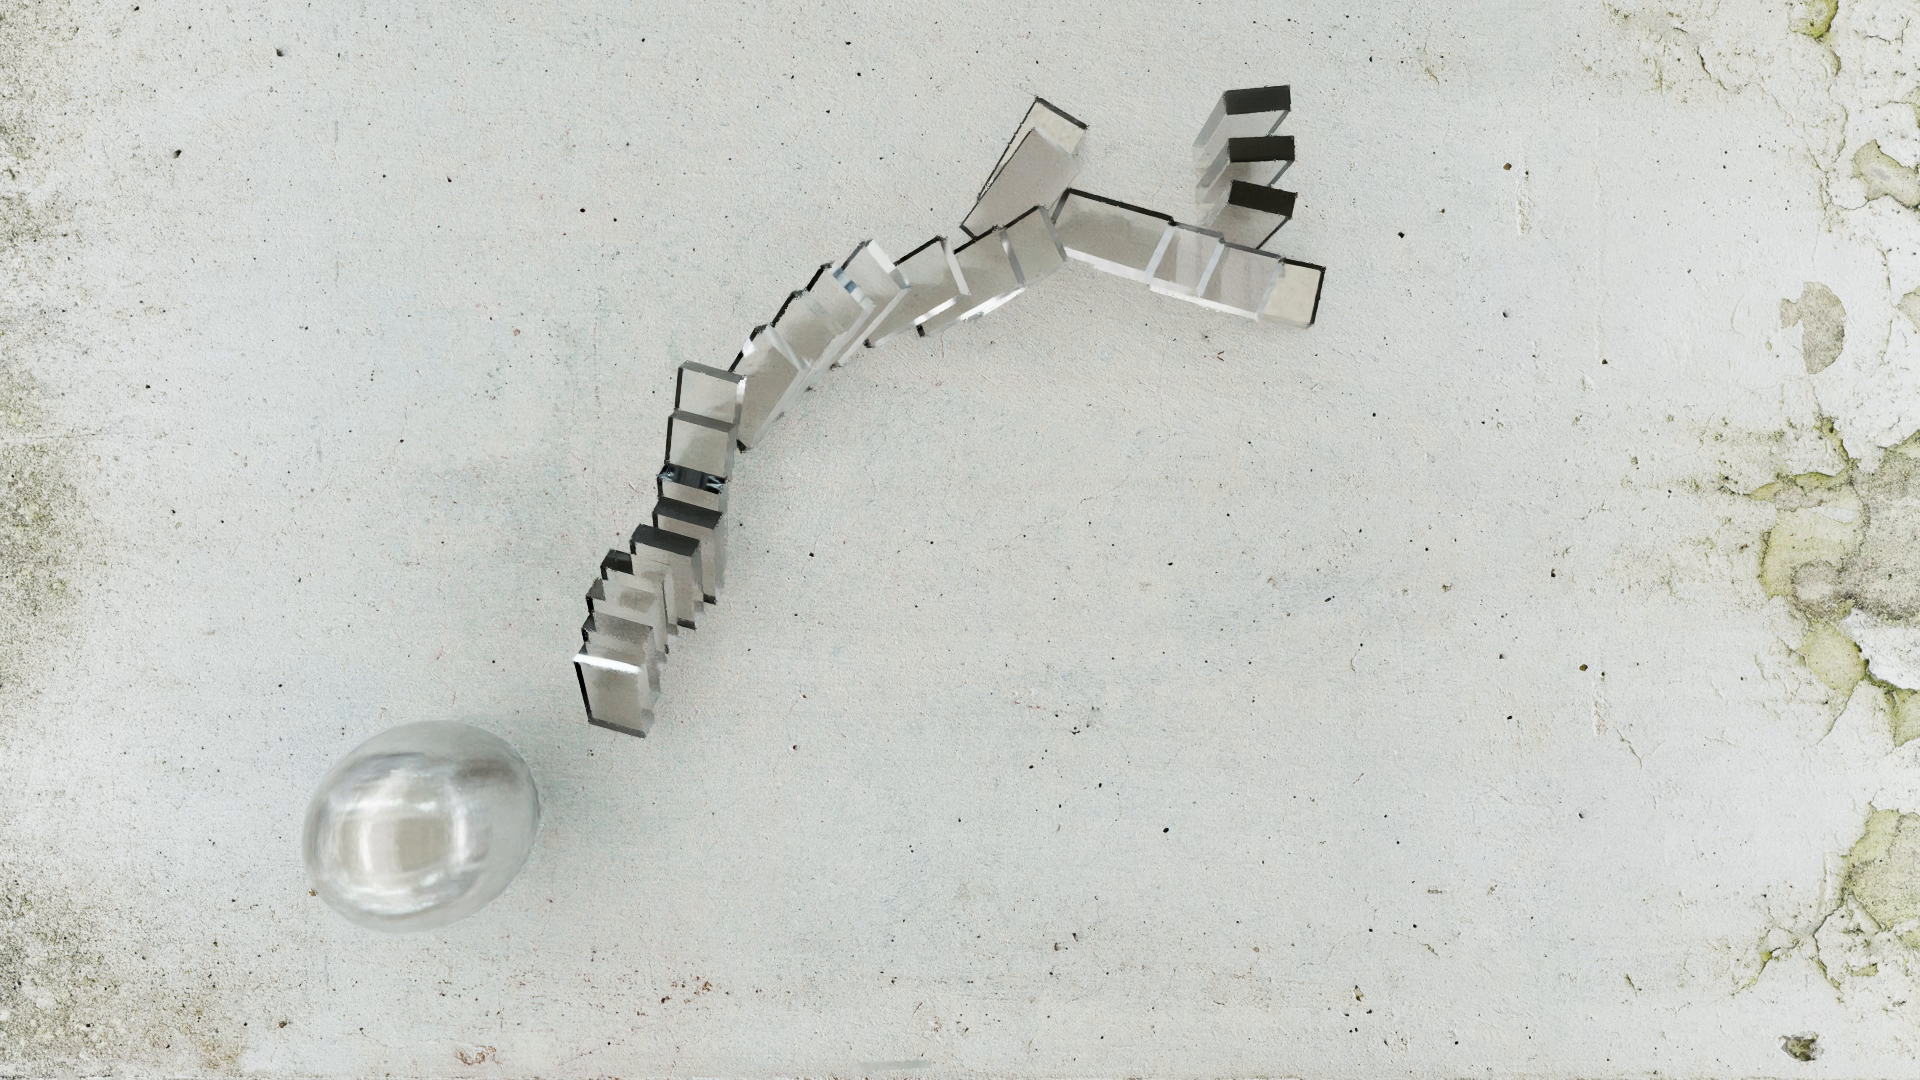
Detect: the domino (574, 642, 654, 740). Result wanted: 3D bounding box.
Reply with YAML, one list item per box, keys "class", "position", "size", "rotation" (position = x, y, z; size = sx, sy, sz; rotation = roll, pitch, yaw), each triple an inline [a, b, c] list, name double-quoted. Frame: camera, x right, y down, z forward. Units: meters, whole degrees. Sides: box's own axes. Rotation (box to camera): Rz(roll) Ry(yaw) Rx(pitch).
- class: "domino"
  position: [-0.142, 0.063, 0.378]
  size: [0.025, 0.050, 0.009]
  rotation: [16, 48, 0]

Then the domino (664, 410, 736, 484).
- class: "domino"
  position: [-0.110, -0.027, 0.384]
  size: [0.025, 0.010, 0.050]
  rotation: [15, 119, 0]

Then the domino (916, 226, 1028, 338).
- class: "domino"
  position: [0.001, -0.107, 0.383]
  size: [0.050, 0.010, 0.025]
  rotation: [-22, 91, 29]

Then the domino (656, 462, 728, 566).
- class: "domino"
  position: [-0.110, -0.008, 0.379]
  size: [0.025, 0.050, 0.009]
  rotation: [15, 47, 0]

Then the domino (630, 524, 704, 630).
- class: "domino"
  position: [-0.120, 0.016, 0.378]
  size: [0.025, 0.050, 0.010]
  rotation: [16, 48, 0]

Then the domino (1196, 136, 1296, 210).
- class: "domino"
  position: [0.115, -0.149, 0.375]
  size: [0.025, 0.050, 0.009]
  rotation: [-2, 90, 0]

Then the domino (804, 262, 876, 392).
- class: "domino"
  position: [-0.059, -0.088, 0.382]
  size: [0.025, 0.010, 0.050]
  rotation: [47, 123, 2]

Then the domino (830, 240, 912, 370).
- class: "domino"
  position: [-0.045, -0.097, 0.383]
  size: [0.050, 0.010, 0.025]
  rotation: [-40, 90, 33]

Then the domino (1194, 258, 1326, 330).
- class: "domino"
  position: [0.129, -0.109, 0.395]
  size: [0.050, 0.009, 0.025]
  rotation: [12, 90, 0]

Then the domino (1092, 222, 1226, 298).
- class: "domino"
  position: [0.082, -0.121, 0.385]
  size: [0.050, 0.009, 0.025]
  rotation: [25, 90, 26]

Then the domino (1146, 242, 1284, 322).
- class: "domino"
  position: [0.106, -0.112, 0.384]
  size: [0.050, 0.009, 0.025]
  rotation: [24, 94, 26]

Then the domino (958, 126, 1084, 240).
- class: "domino"
  position: [0.025, -0.142, 0.381]
  size: [0.025, 0.010, 0.050]
  rotation: [40, 123, -5]

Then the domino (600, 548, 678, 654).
- class: "domino"
  position: [-0.132, 0.026, 0.378]
  size: [0.025, 0.050, 0.010]
  rotation: [15, 48, 0]

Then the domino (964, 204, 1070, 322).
- class: "domino"
  position: [0.018, -0.115, 0.384]
  size: [0.050, 0.009, 0.025]
  rotation: [-25, 90, 29]

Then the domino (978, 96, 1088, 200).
- class: "domino"
  position: [0.031, -0.162, 0.395]
  size: [0.025, 0.010, 0.050]
  rotation: [31, 90, 0]

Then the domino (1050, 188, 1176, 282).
- class: "domino"
  position: [0.062, -0.129, 0.385]
  size: [0.050, 0.009, 0.025]
  rotation: [27, 91, 26]

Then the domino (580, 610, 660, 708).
- class: "domino"
  position: [-0.139, 0.050, 0.378]
  size: [0.025, 0.050, 0.010]
  rotation: [16, 48, 0]

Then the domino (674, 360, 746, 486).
- class: "domino"
  position: [-0.106, -0.047, 0.384]
  size: [0.025, 0.010, 0.050]
  rotation: [16, 119, 0]

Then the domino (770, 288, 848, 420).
- class: "domino"
  position: [-0.071, -0.076, 0.381]
  size: [0.025, 0.009, 0.050]
  rotation: [46, 123, 2]

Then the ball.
- class: "ball"
  position: [-0.209, 0.111, 0.360]
  size: [0.080, 0.080, 0.080]
  rotation: [0, 90, 0]

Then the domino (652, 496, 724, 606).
- class: "domino"
  position: [-0.111, 0.005, 0.378]
  size: [0.025, 0.050, 0.010]
  rotation: [16, 48, 0]

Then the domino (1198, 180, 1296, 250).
- class: "domino"
  position: [0.116, -0.131, 0.375]
  size: [0.025, 0.050, 0.009]
  rotation: [12, 90, 0]

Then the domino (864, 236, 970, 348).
- class: "domino"
  position: [-0.023, -0.103, 0.384]
  size: [0.050, 0.009, 0.025]
  rotation: [-23, 90, 27]

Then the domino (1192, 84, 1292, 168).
- class: "domino"
  position: [0.114, -0.168, 0.375]
  size: [0.025, 0.050, 0.009]
  rotation: [-5, 90, 0]

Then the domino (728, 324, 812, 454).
- class: "domino"
  position: [-0.085, -0.063, 0.382]
  size: [0.025, 0.009, 0.050]
  rotation: [45, 123, 1]

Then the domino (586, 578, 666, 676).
- class: "domino"
  position: [-0.137, 0.038, 0.378]
  size: [0.025, 0.050, 0.010]
  rotation: [15, 48, 1]
